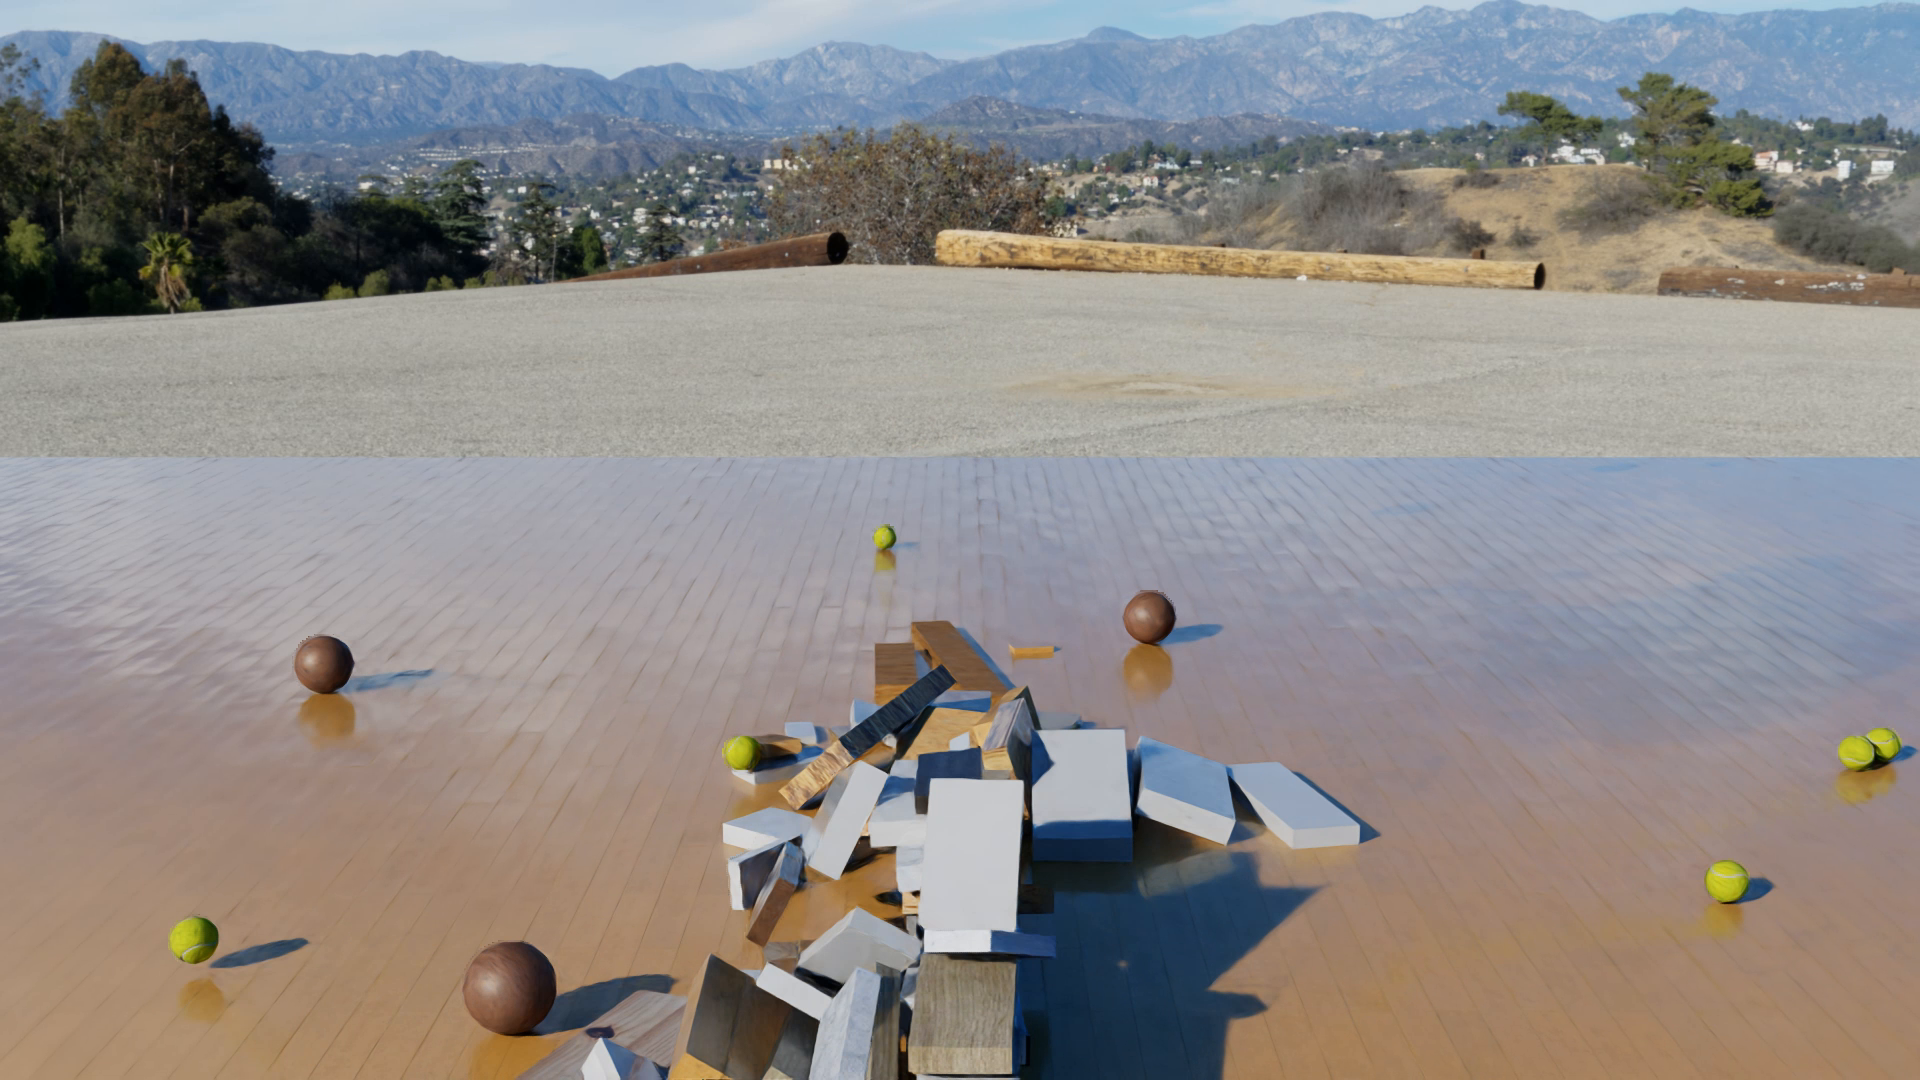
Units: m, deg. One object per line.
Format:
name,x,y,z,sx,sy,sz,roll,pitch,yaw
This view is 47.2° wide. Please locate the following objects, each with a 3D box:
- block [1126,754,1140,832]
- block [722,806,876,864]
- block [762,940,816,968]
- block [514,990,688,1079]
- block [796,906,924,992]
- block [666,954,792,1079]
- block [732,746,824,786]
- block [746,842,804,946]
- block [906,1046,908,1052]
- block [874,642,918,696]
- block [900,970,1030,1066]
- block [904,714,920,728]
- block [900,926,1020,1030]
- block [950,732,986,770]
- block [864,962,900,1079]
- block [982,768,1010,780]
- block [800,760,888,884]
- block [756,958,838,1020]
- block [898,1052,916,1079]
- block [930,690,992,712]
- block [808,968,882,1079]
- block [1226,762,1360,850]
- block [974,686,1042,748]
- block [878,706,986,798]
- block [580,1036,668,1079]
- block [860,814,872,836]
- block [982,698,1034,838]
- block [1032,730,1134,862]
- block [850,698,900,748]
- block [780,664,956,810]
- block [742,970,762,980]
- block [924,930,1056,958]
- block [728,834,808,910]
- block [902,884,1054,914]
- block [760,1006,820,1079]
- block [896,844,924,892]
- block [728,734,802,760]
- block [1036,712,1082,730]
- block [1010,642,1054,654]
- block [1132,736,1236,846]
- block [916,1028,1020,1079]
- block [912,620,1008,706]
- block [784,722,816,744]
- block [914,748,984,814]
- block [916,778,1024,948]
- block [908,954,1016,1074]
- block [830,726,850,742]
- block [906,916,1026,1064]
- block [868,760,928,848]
block,0.257,0.473,4.163,0.174,0.049,0.347,1,11,7
block,-0.285,0.529,3.900,0.252,0.036,0.126,8,13,38
block,-0.239,0.648,3.278,0.102,0.029,0.203,-2,11,-8
block,-0.441,0.698,2.957,0.167,0.047,0.334,4,11,21
block,-0.137,0.557,2.944,0.102,0.029,0.203,30,-36,-9
block,-0.285,0.667,2.901,0.167,0.047,0.334,32,8,-6
block,-0.345,0.447,4.365,0.192,0.027,0.096,-7,12,-32
block,-0.271,0.520,3.243,0.029,0.102,0.203,28,5,-4
block,-0.001,0.737,2.759,0.149,0.042,0.445,0,11,1
block,-0.151,0.302,5.147,0.096,0.027,0.410,0,11,-2
block,-0.003,0.649,3.014,0.149,0.042,0.299,-1,8,-8
block,-0.121,0.374,4.669,0.059,0.017,0.117,28,9,18
block,0.004,0.579,2.921,0.144,0.041,0.287,0,9,3
block,0.032,0.456,3.989,0.041,0.144,0.287,-26,10,4
block,-0.118,0.655,2.740,0.035,0.122,0.245,23,27,-12
block,-0.006,0.435,3.424,0.165,0.047,0.330,-2,13,2
block,-0.188,0.436,3.367,0.048,0.171,0.342,27,-13,-4
block,-0.205,0.622,3.034,0.118,0.034,0.263,28,-7,7
block,-0.011,0.708,2.684,0.149,0.042,0.299,1,11,3
block,-0.003,0.365,4.573,0.132,0.037,0.264,0,11,1
block,-0.151,0.656,2.708,0.034,0.118,0.237,24,39,-12
block,0.606,0.491,4.103,0.126,0.036,0.410,-2,11,-12
block,0.103,0.392,4.326,0.041,0.144,0.287,-16,6,18
block,-0.041,0.414,4.224,0.144,0.041,0.322,6,23,15
block,-0.343,0.714,2.641,0.167,0.047,0.334,32,-2,-22
block,-0.159,0.492,3.801,0.164,0.023,0.082,-15,1,35
block,0.106,0.422,4.089,0.048,0.171,0.342,-17,8,10
block,0.217,0.457,3.968,0.174,0.049,0.347,-1,27,2
block,-0.180,0.384,4.625,0.096,0.027,0.193,17,9,-6
block,-0.172,0.380,4.303,0.171,0.048,0.498,-42,-5,26
block,-0.336,0.666,3.197,0.082,0.023,0.164,0,11,0
block,0.040,0.520,2.830,0.095,0.027,0.190,-6,-14,27
block,-0.318,0.549,3.647,0.023,0.082,0.164,2,11,36
block,0.030,0.528,3.224,0.144,0.041,0.287,-4,-11,17
block,-0.188,0.687,2.868,0.118,0.034,0.237,32,8,-1
block,-0.023,0.438,3.202,0.132,0.037,0.264,-6,13,1
block,-0.392,0.415,4.423,0.096,0.027,0.192,-7,1,-21
block,0.189,0.401,4.614,0.096,0.027,0.193,3,11,14
block,0.175,0.264,5.384,0.099,0.014,0.050,-3,11,-14
block,0.411,0.460,4.081,0.174,0.049,0.347,19,11,0
block,0.008,0.710,2.501,0.122,0.035,0.463,0,24,1
block,-0.004,0.288,5.221,0.096,0.027,0.763,-2,11,-11
block,-0.335,0.406,4.616,0.059,0.017,0.117,-2,11,-8
block,-0.015,0.355,3.247,0.095,0.027,0.190,-6,13,3
block,0.017,0.445,3.040,0.132,0.037,0.264,0,45,5
block,0.006,0.581,2.708,0.122,0.035,0.245,0,15,3
block,-0.230,0.411,4.586,0.058,0.017,0.117,-3,11,-17
block,0.002,0.608,3.009,0.144,0.041,0.481,0,8,-2
block,-0.049,0.386,3.272,0.132,0.037,0.264,-5,13,8
